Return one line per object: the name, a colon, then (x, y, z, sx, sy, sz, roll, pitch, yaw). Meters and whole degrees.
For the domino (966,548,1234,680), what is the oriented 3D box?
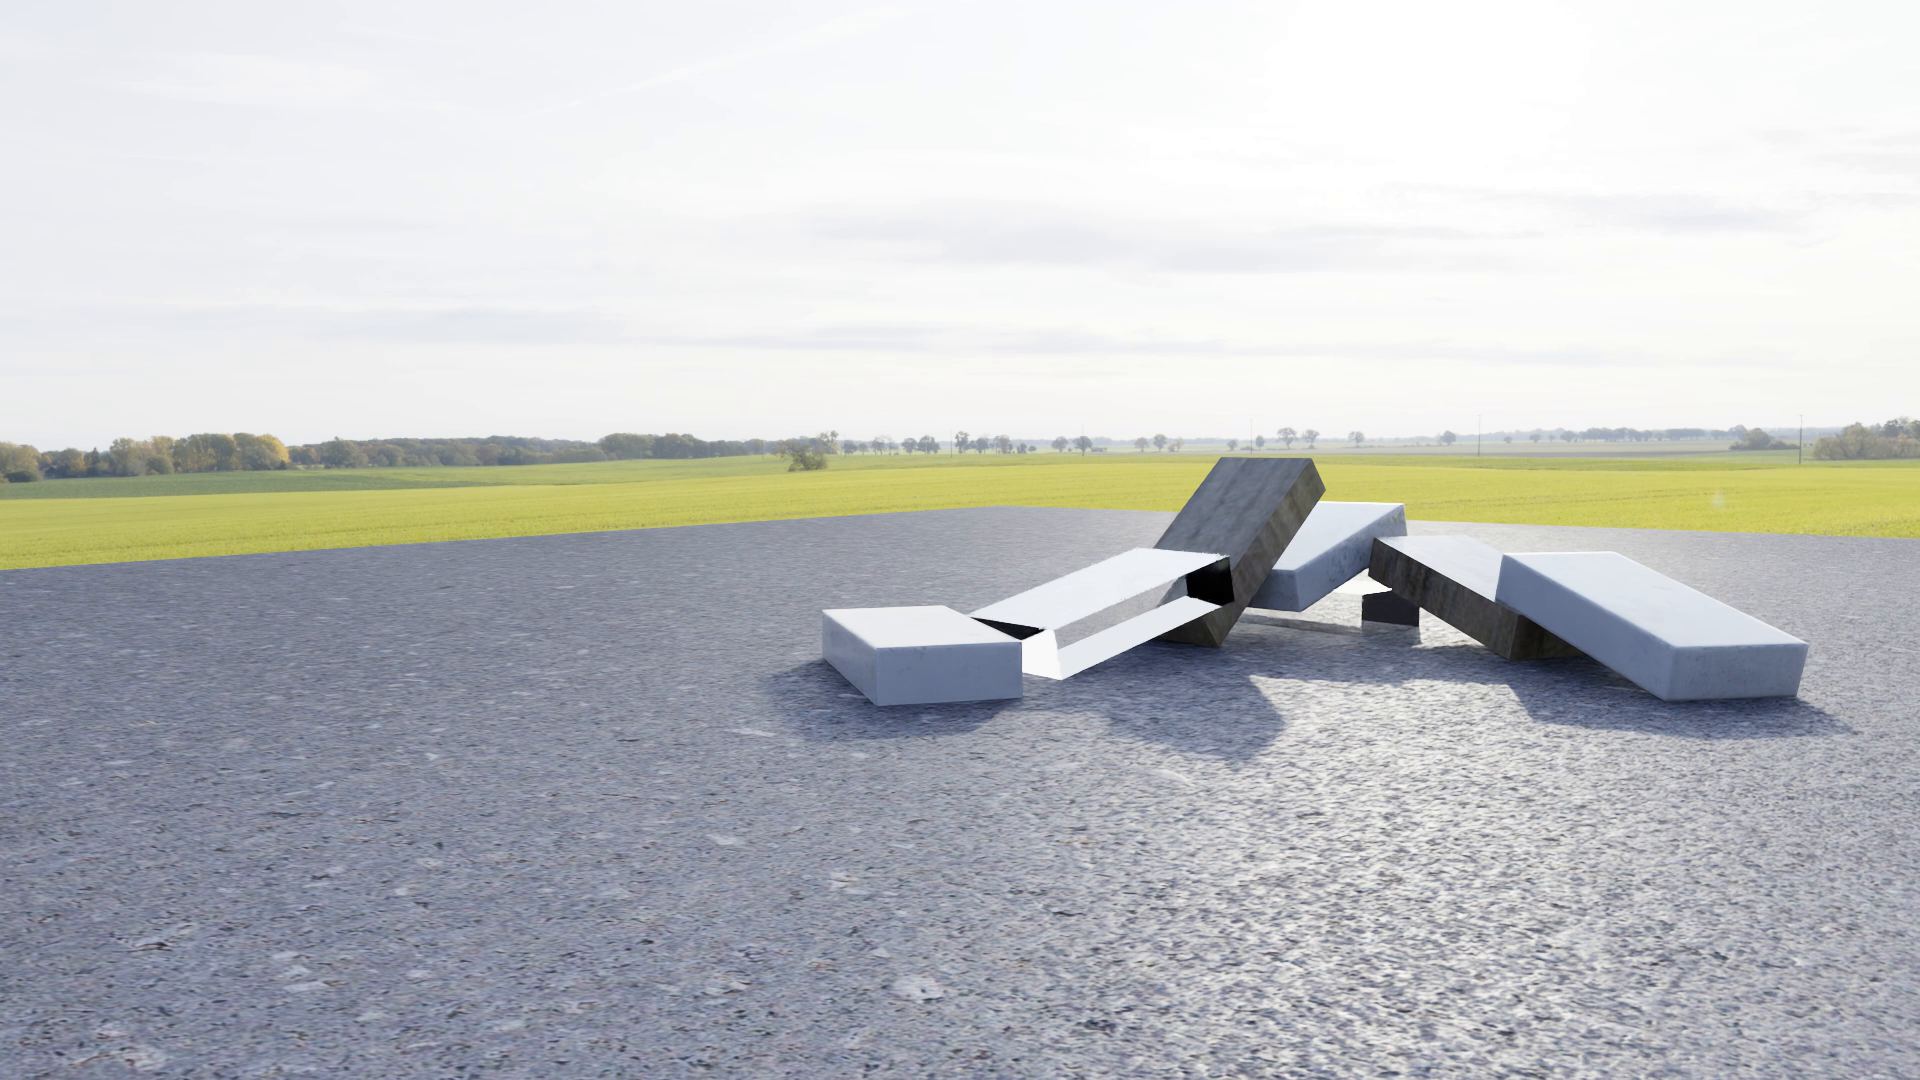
domino: (0.028, 0.013, 0.255, 0.050, 0.010, 0.025, -19, 15, -37)

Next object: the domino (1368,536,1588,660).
domino: (0.114, 0.011, 0.278, 0.025, 0.010, 0.050, -1, 18, -16)

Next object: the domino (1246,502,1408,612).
domino: (0.082, 0.003, 0.302, 0.050, 0.010, 0.025, -24, 19, -40)

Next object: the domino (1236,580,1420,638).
domino: (0.081, 0.015, 0.309, 0.025, 0.009, 0.050, -4, 6, -41)

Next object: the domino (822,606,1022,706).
domino: (-0.008, 0.020, 0.236, 0.025, 0.010, 0.050, -1, 4, -16)

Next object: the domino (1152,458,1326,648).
domino: (0.058, 0.001, 0.287, 0.025, 0.009, 0.050, 5, 46, 49)

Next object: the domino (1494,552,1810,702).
domino: (0.125, 0.015, 0.236, 0.025, 0.010, 0.050, -1, 18, -10)
